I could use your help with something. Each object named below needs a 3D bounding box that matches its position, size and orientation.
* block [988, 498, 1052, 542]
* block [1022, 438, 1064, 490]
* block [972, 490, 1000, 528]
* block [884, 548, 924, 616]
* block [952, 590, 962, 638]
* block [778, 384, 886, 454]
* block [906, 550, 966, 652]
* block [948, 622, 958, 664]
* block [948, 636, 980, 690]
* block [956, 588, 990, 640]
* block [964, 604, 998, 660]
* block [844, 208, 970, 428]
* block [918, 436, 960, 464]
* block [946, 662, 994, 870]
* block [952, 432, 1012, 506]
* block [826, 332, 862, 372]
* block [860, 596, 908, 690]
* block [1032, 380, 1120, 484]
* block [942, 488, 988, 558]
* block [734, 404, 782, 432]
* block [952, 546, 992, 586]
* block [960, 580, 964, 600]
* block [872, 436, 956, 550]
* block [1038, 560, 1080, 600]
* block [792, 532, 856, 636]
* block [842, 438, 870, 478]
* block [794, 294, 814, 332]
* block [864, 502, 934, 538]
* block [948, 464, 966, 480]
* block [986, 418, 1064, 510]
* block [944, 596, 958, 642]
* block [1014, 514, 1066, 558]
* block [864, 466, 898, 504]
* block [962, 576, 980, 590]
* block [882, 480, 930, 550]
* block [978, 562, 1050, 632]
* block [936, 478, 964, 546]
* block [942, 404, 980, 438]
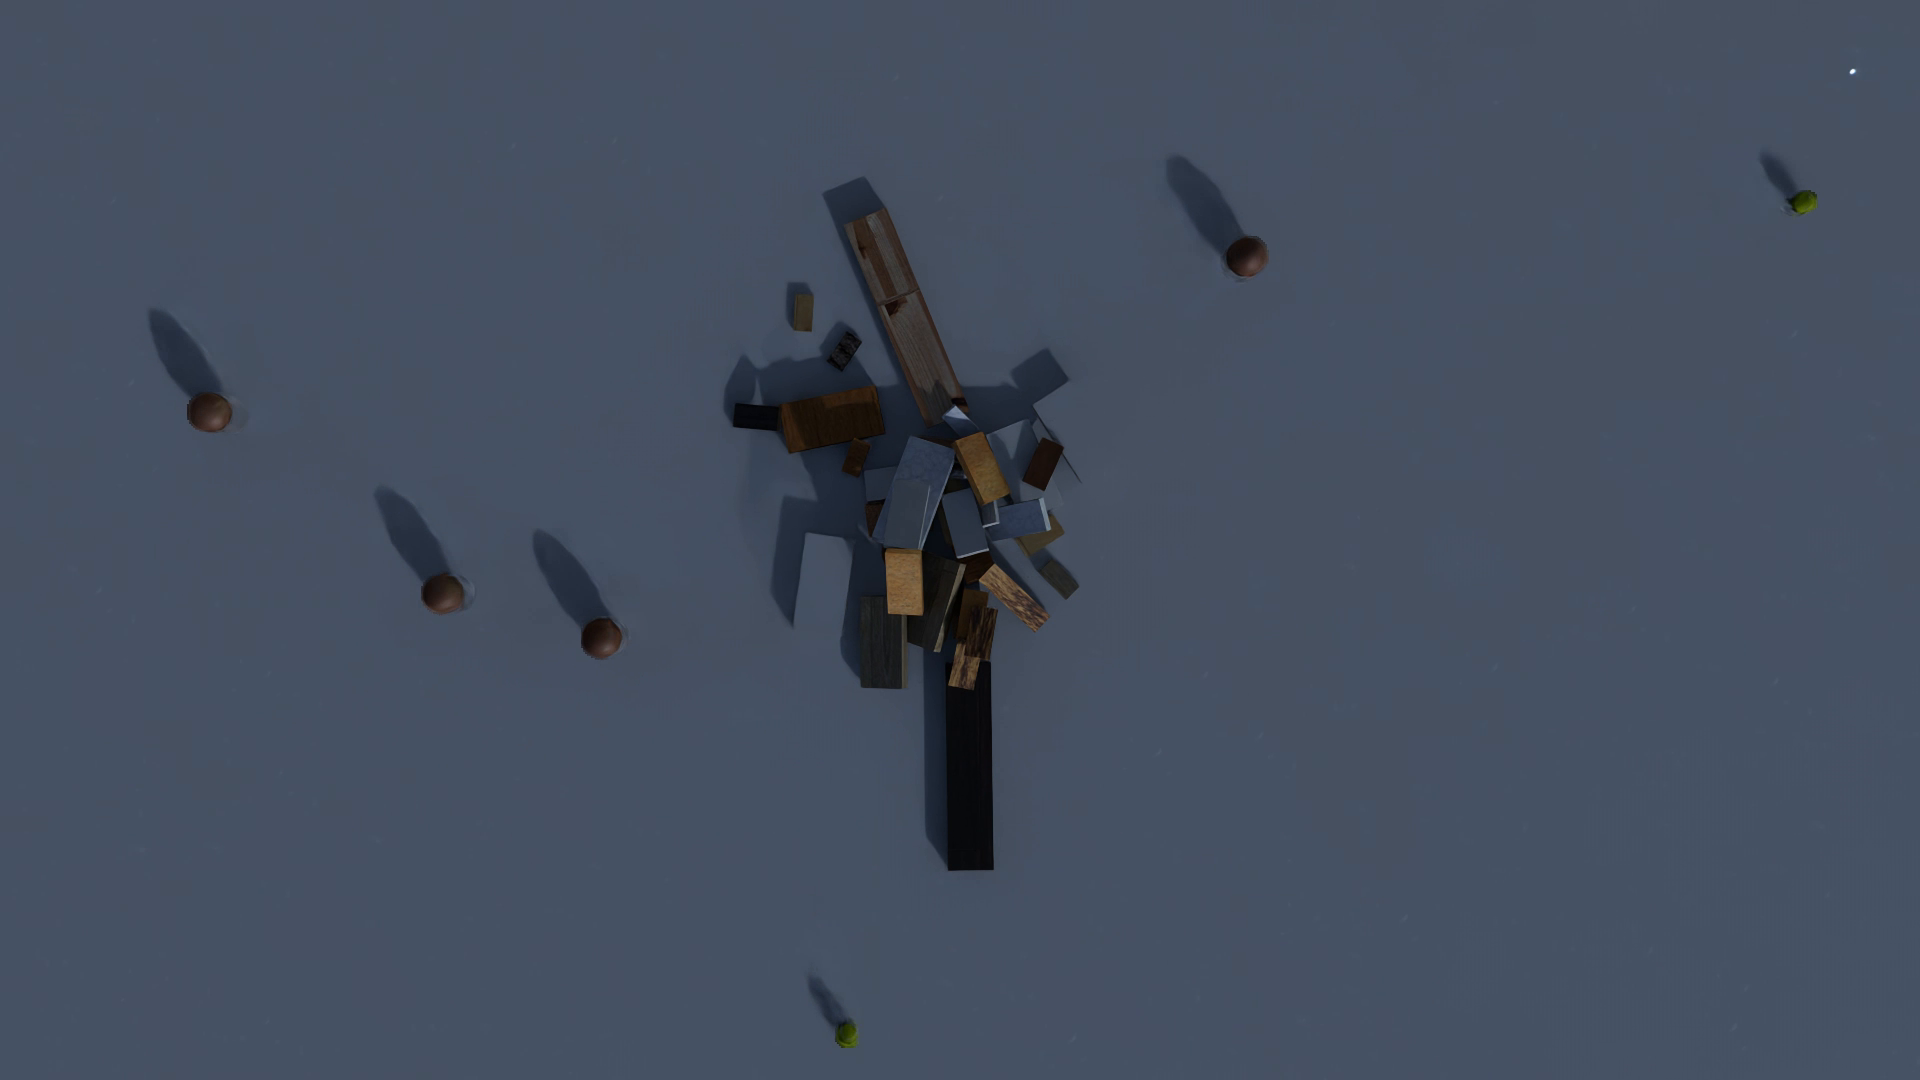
[{"bbox_3d":[0.189,-0.066,5.425,0.214,0.030,0.107,-11,96,33],"label":"block"},{"bbox_3d":[0.274,-0.250,5.439,0.080,0.023,0.159,25,88,-5],"label":"block"},{"bbox_3d":[0.084,-0.121,5.452,0.076,0.022,0.152,-16,72,30],"label":"block"},{"bbox_3d":[-0.179,0.136,5.331,0.113,0.032,0.227,3,119,8],"label":"block"},{"bbox_3d":[0.013,0.240,5.464,0.084,0.024,0.167,-5,73,-1],"label":"block"},{"bbox_3d":[-0.424,-0.400,5.477,0.326,0.046,0.163,-12,90,0],"label":"block"},{"bbox_3d":[-0.096,0.202,5.437,0.151,0.043,0.302,18,93,28],"label":"block"},{"bbox_3d":[0.002,0.324,5.486,0.084,0.024,0.167,-2,88,0],"label":"block"},{"bbox_3d":[0.020,0.405,5.418,0.084,0.024,0.168,11,109,-2],"label":"block"},{"bbox_3d":[0.041,0.248,5.418,0.084,0.024,0.167,9,89,-1],"label":"block"},{"bbox_3d":[0.068,0.302,5.376,0.084,0.024,0.168,10,77,-2],"label":"block"},{"bbox_3d":[-0.176,-0.735,5.478,0.154,0.044,0.727,-22,90,0],"label":"block"},{"bbox_3d":[-0.061,-0.301,5.479,0.159,0.023,0.080,6,90,7],"label":"block"},{"bbox_3d":[0.031,0.751,5.479,0.151,0.043,0.686,-1,90,0],"label":"block"},{"bbox_3d":[0.070,-0.235,5.420,0.113,0.032,0.227,-22,84,-32],"label":"block"},{"bbox_3d":[-0.385,-0.627,5.491,0.060,0.017,0.121,35,90,0],"label":"block"},{"bbox_3d":[-0.252,0.338,5.451,0.151,0.043,0.302,0,90,23],"label":"block"},{"bbox_3d":[0.386,-0.359,5.478,0.154,0.044,0.308,-33,90,0],"label":"block"},{"bbox_3d":[0.015,-0.056,5.413,0.108,0.030,0.215,-15,75,0],"label":"block"},{"bbox_3d":[-0.672,-0.407,5.465,0.159,0.023,0.080,6,90,18],"label":"block"},{"bbox_3d":[0.033,0.029,5.453,0.108,0.030,0.215,-22,74,-2],"label":"block"},{"bbox_3d":[0.022,0.158,5.467,0.052,0.015,0.104,-9,61,-3],"label":"block"},{"bbox_3d":[-0.148,-0.147,5.400,0.163,0.046,0.368,18,74,7],"label":"block"},{"bbox_3d":[0.329,0.131,5.491,0.130,0.018,0.065,45,90,0],"label":"block"},{"bbox_3d":[-0.451,0.148,5.477,0.163,0.046,0.326,8,90,0],"label":"block"},{"bbox_3d":[-0.344,-0.273,5.467,0.060,0.017,0.121,23,114,0],"label":"block"},{"bbox_3d":[-0.520,-0.755,5.491,0.060,0.017,0.121,3,90,0],"label":"block"},{"bbox_3d":[-0.201,-0.074,5.459,0.214,0.030,0.107,-6,107,6],"label":"block"},{"bbox_3d":[-0.030,-0.230,5.473,0.122,0.017,0.061,-1,49,0],"label":"block"},{"bbox_3d":[0.211,-0.232,5.469,0.154,0.044,0.308,-22,90,-8],"label":"block"},{"bbox_3d":[-0.065,0.245,5.462,0.084,0.024,0.168,15,92,39],"label":"block"},{"bbox_3d":[0.266,-0.013,5.489,0.152,0.022,0.076,-33,90,0],"label":"block"},{"bbox_3d":[-0.205,-0.189,5.465,0.214,0.030,0.107,-7,74,3],"label":"block"},{"bbox_3d":[0.036,0.129,5.451,0.052,0.015,0.104,-7,75,-1],"label":"block"},{"bbox_3d":[-0.172,-0.078,5.338,0.113,0.032,0.227,8,73,4],"label":"block"},{"bbox_3d":[0.178,0.189,5.439,0.076,0.022,0.278,-47,111,0],"label":"block"},{"bbox_3d":[-0.022,-0.096,5.458,0.108,0.030,0.215,-17,75,0],"label":"block"},{"bbox_3d":[0.001,-0.388,5.460,0.061,0.017,0.121,-42,117,10],"label":"block"}]
